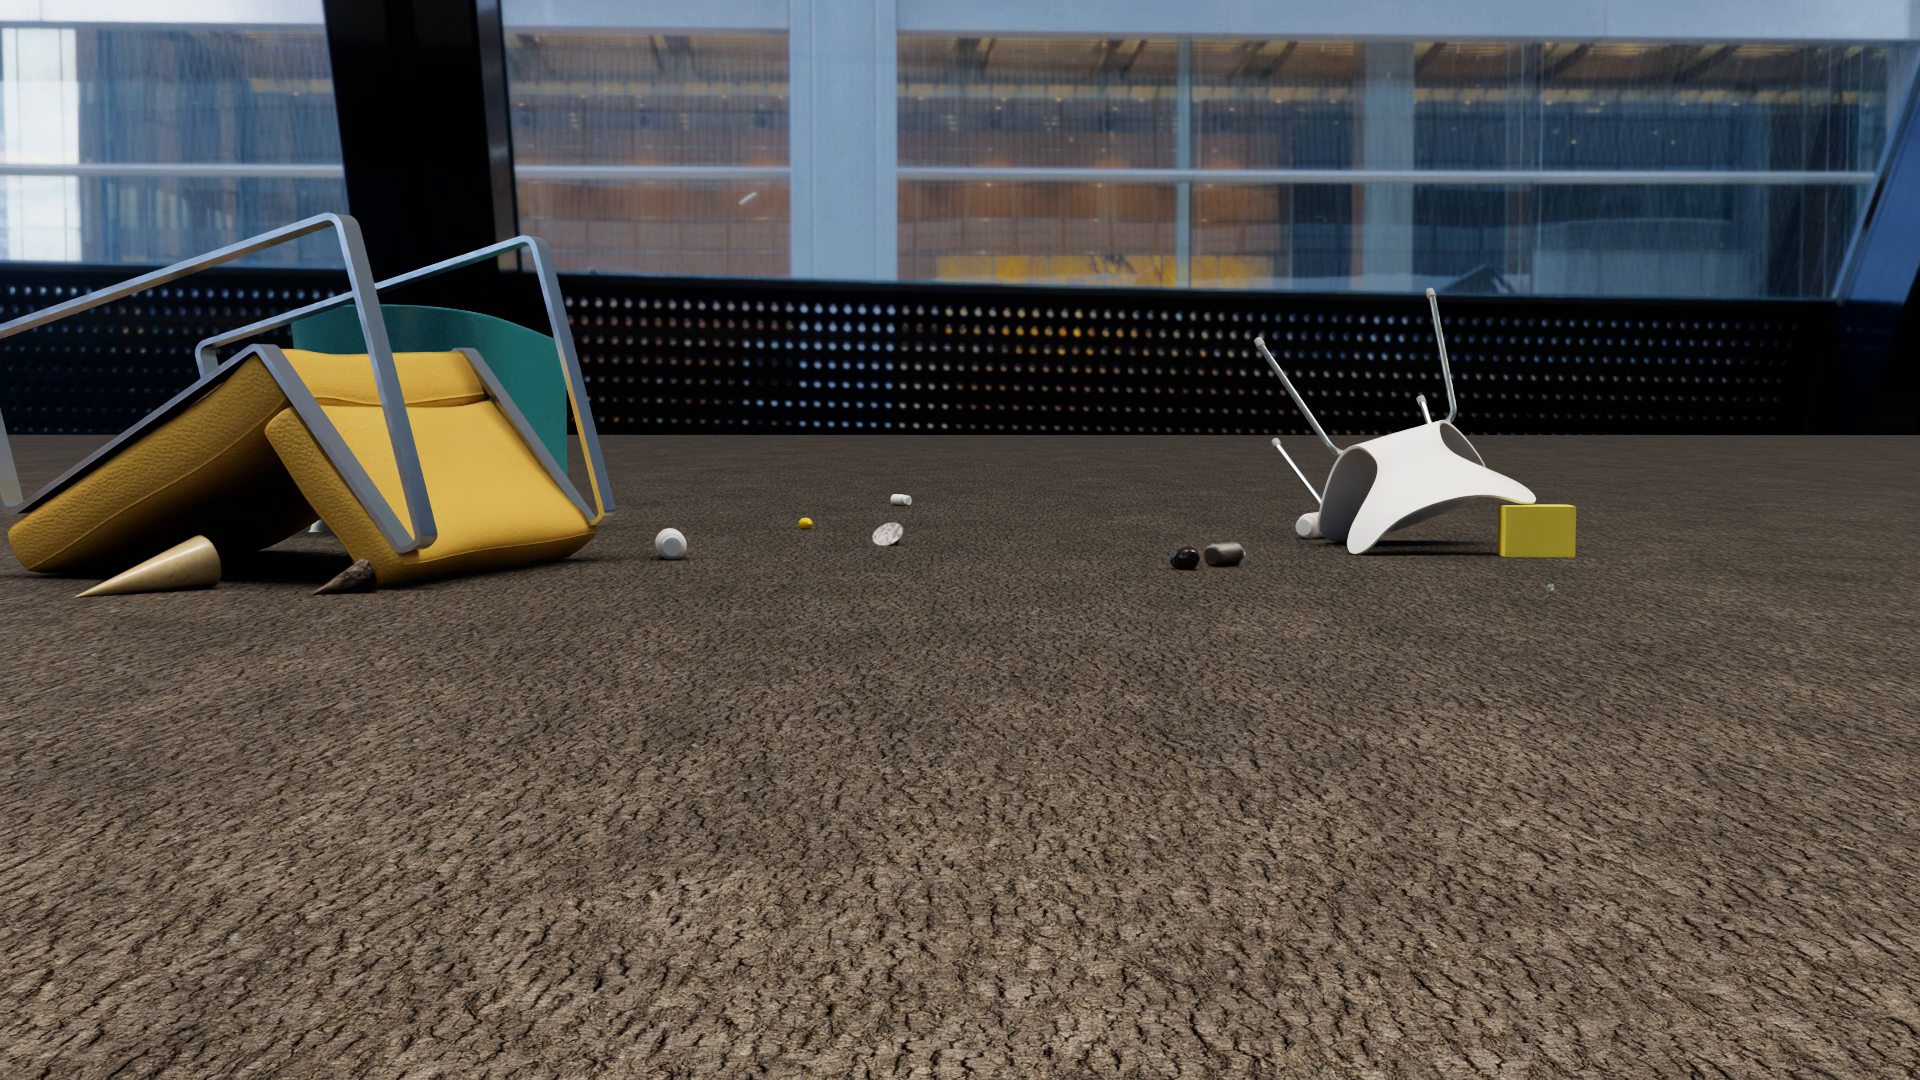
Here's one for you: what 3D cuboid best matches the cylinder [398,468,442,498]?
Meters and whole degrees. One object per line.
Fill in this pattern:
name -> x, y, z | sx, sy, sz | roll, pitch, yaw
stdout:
cylinder -> -2.239, -0.236, 9.117 | 0.117, 0.104, 0.167 | -4, 33, -45

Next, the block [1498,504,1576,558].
block -> 1.553, -0.025, 5.923 | 0.186, 0.135, 0.101 | 0, 4, 3

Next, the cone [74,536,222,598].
cone -> -1.808, 0.086, 4.849 | 0.128, 0.122, 0.325 | 13, 22, 36

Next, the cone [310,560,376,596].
cone -> -1.368, 0.099, 4.836 | 0.142, 0.074, 0.092 | -23, 3, -39

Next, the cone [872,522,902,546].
cone -> -0.194, -0.003, 6.351 | 0.111, 0.078, 0.054 | 0, -33, 40

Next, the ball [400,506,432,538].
ball -> -1.644, -0.056, 6.647 | 0.099, 0.099, 0.099 | 0, 4, 0
